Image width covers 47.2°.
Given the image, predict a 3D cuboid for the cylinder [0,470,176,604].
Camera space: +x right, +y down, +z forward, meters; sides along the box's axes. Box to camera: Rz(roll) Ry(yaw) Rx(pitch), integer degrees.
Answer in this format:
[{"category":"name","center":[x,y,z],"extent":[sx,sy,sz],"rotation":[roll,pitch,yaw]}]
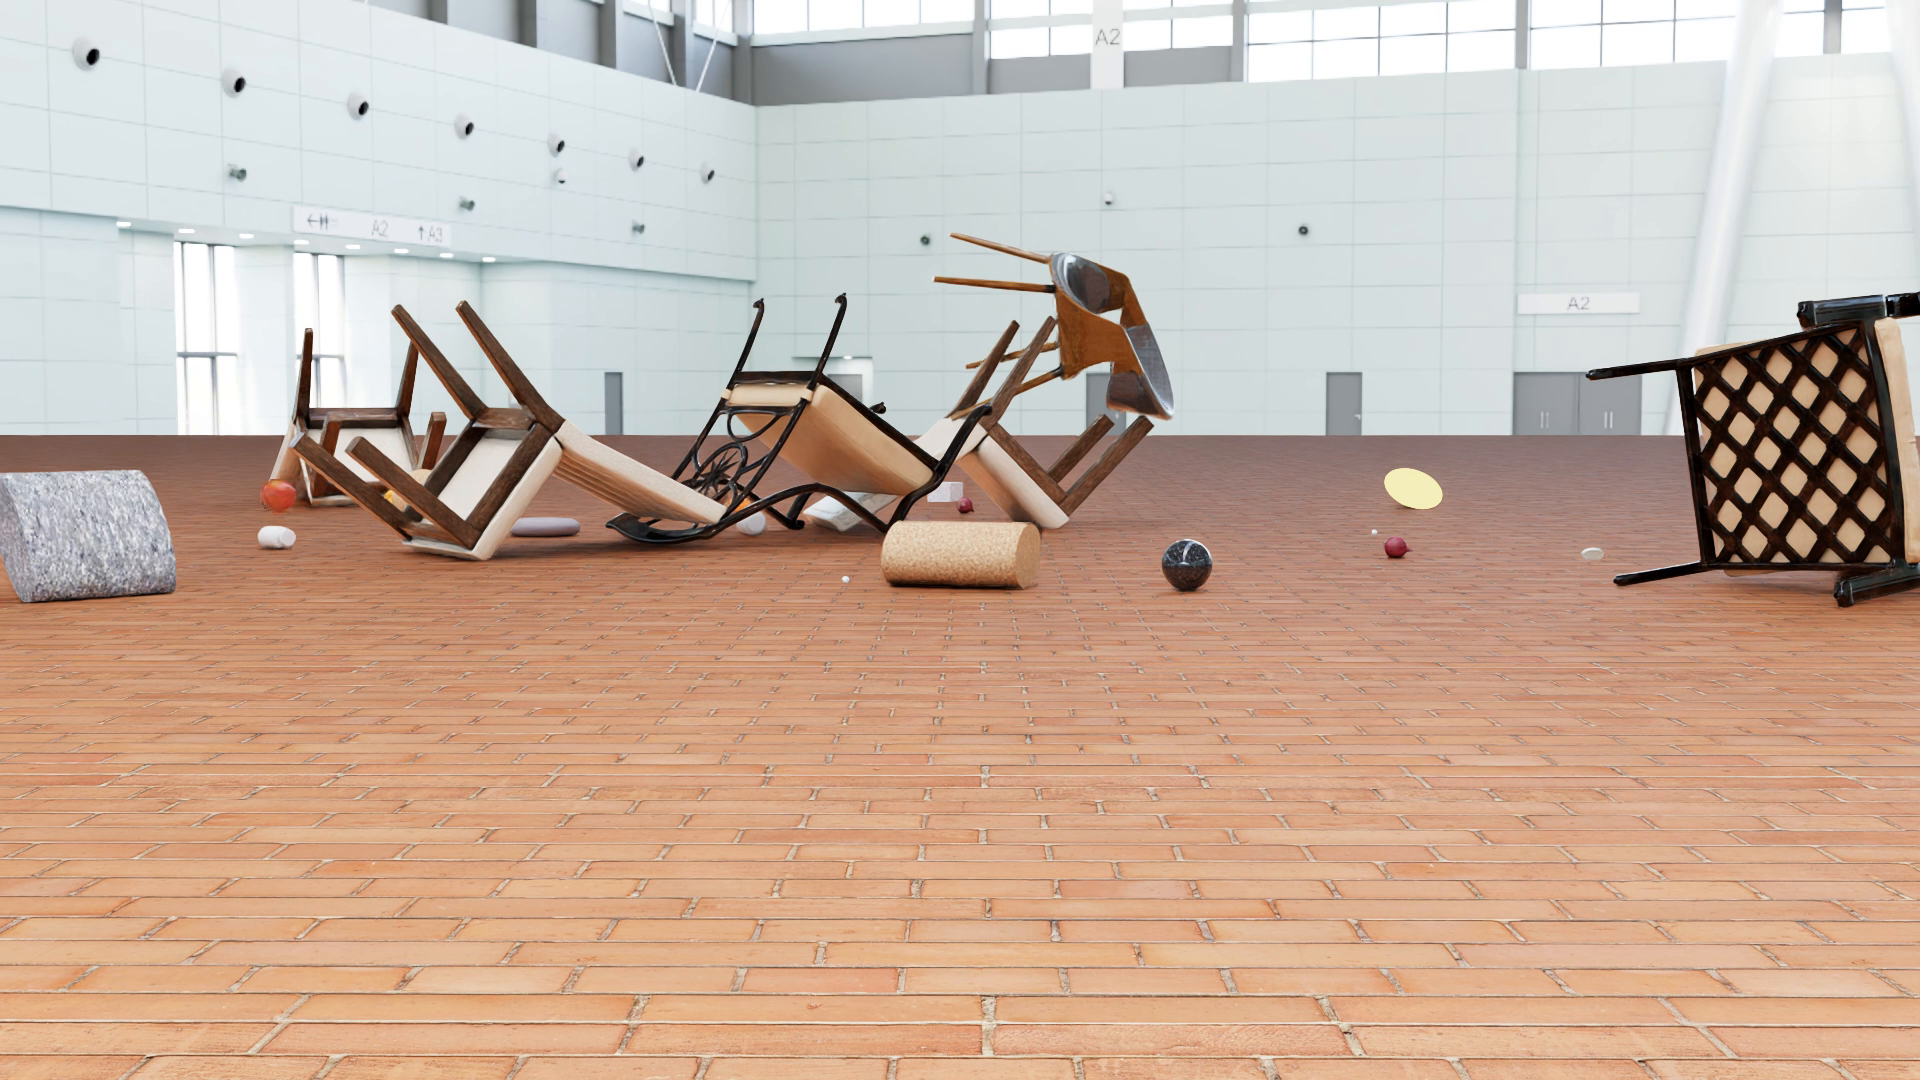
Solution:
[{"category":"cylinder","center":[-1.902,-0.013,4.772],"extent":[0.314,0.319,0.133],"rotation":[-4,-31,-45]}]

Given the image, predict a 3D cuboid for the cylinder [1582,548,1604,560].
[{"category":"cylinder","center":[1.662,0.038,5.777],"extent":[0.055,0.030,0.056],"rotation":[-5,3,12]}]

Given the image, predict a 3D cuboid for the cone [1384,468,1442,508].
[{"category":"cone","center":[1.709,-0.161,8.358],"extent":[0.223,0.094,0.233],"rotation":[17,42,5]}]

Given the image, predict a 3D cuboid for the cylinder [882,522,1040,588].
[{"category":"cylinder","center":[0.004,0.033,5.023],"extent":[0.312,0.141,0.235],"rotation":[1,11,16]}]

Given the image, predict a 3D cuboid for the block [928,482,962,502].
[{"category":"block","center":[-0.059,-0.194,8.835],"extent":[0.096,0.073,0.156],"rotation":[1,4,19]}]

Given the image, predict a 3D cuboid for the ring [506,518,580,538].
[{"category":"ring","center":[-1.274,-0.039,6.732],"extent":[0.223,0.055,0.196],"rotation":[0,3,-9]}]

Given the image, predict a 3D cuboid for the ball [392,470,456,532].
[{"category":"ball","center":[-1.683,-0.124,6.908],"extent":[0.197,0.197,0.197],"rotation":[0,4,0]}]

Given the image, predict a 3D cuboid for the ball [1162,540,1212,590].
[{"category":"ball","center":[0.506,0.056,4.900],"extent":[0.115,0.115,0.115],"rotation":[0,4,0]}]
